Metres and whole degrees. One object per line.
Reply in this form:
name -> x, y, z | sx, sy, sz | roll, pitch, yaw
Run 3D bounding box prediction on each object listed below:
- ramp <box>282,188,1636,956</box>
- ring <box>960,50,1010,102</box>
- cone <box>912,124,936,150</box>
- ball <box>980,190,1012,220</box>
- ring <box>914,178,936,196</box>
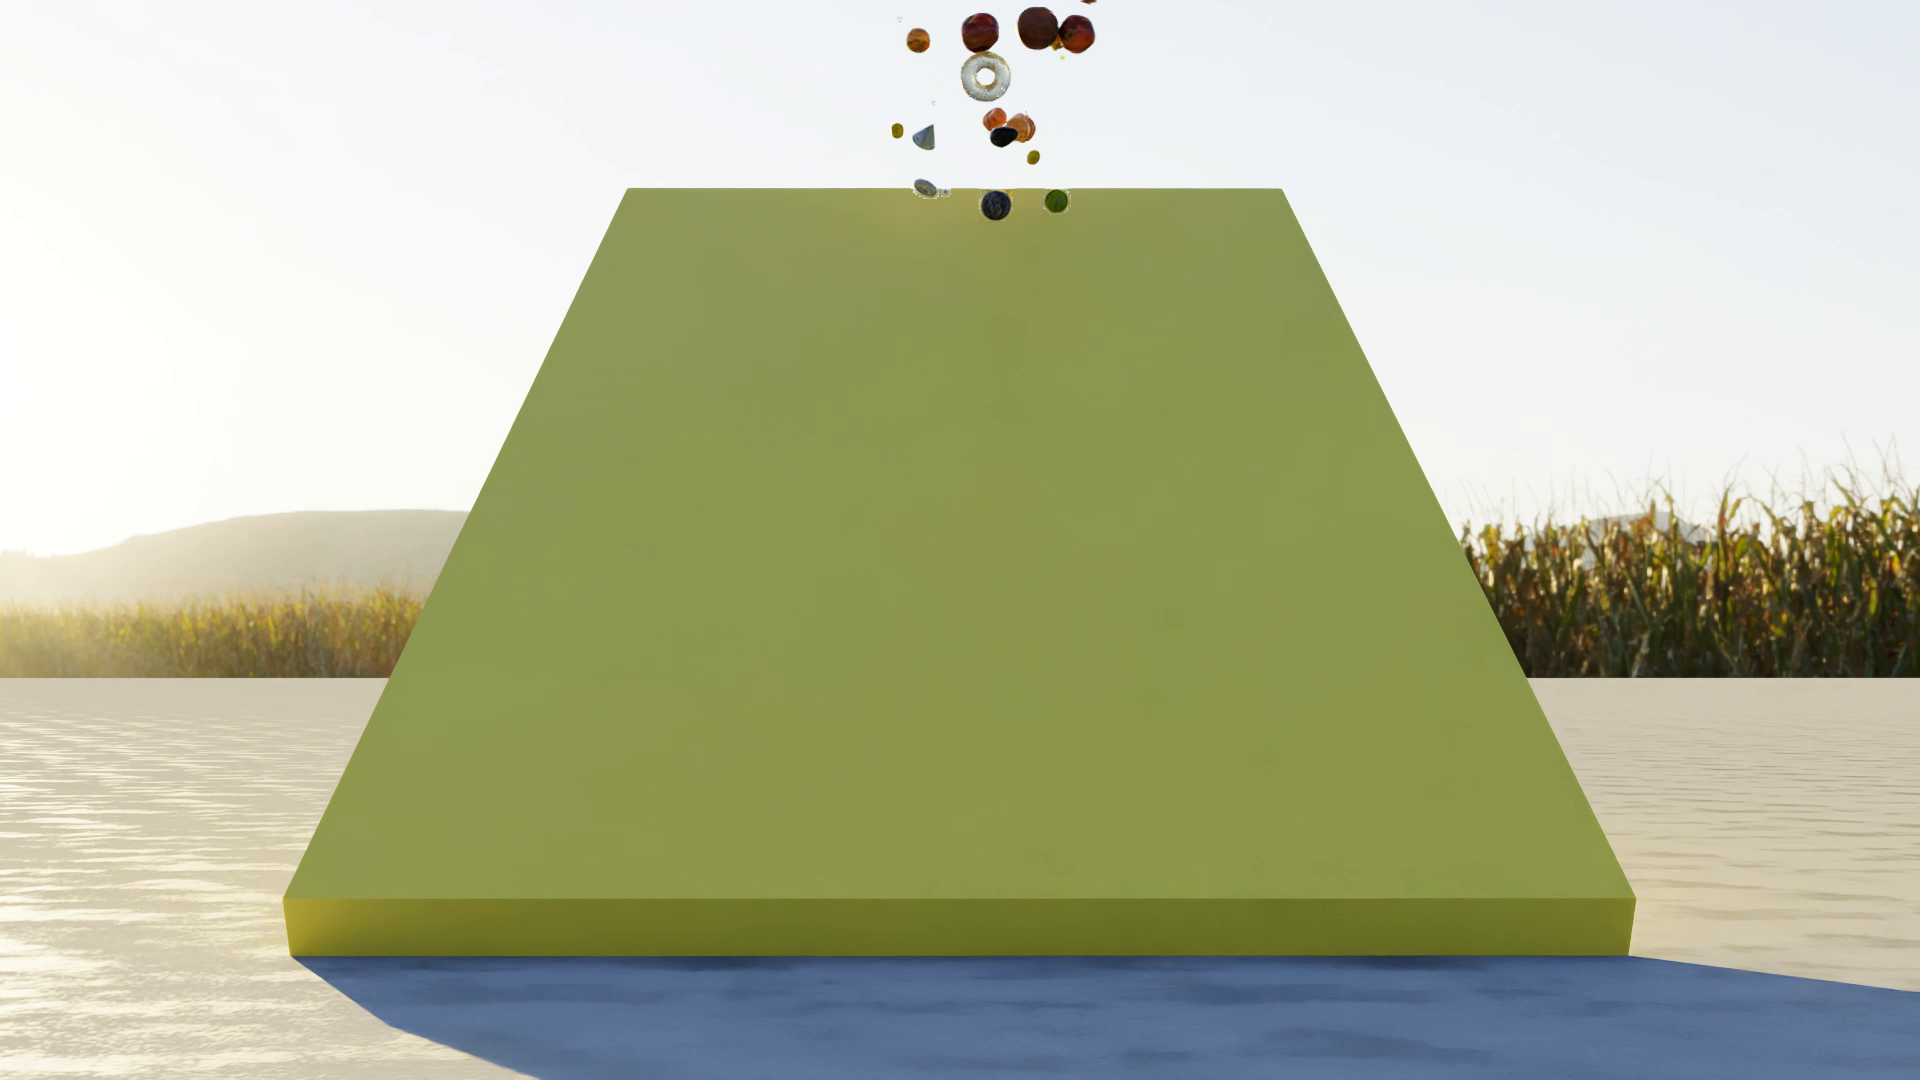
ramp -> -0.008, -0.227, 5.280 | 2.000, 0.100, 4.000 | 0, 24, 0
ring -> 0.073, -1.313, 6.582 | 0.145, 0.145, 0.048 | -1, 15, 10
cone -> -0.090, -1.169, 6.654 | 0.075, 0.075, 0.075 | 2, -37, -28
ball -> 0.105, -0.973, 6.749 | 0.088, 0.088, 0.088 | 0, -3, 0
ring -> -0.104, -1.049, 6.910 | 0.077, 0.026, 0.077 | 23, -15, 7
